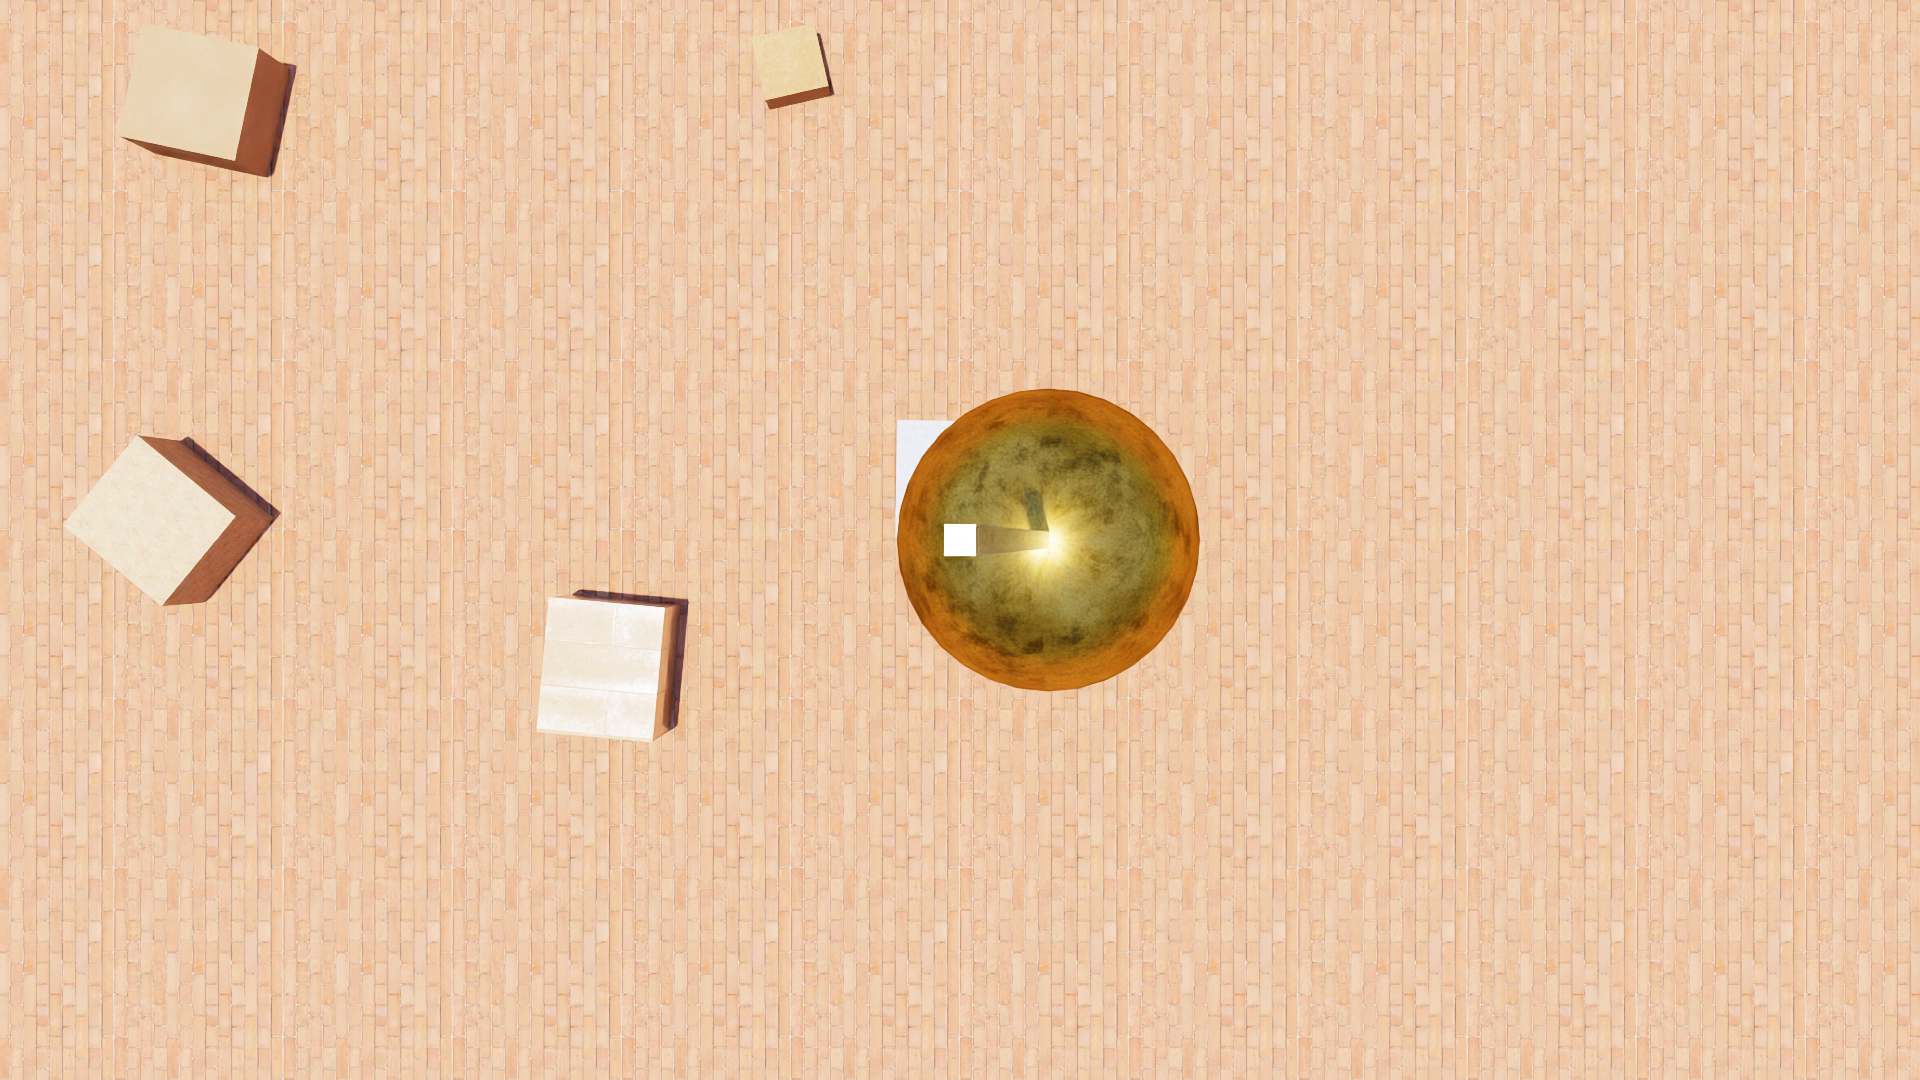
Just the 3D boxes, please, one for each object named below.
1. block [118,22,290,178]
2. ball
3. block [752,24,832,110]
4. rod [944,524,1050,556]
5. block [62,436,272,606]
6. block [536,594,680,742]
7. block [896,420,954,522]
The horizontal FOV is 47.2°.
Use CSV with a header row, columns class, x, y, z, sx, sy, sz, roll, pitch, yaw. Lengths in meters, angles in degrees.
class,x,y,z,sx,sy,sz,roll,pitch,yaw
block,-4.354,-2.530,12.705,0.674,0.591,0.653,12,90,0
ball,0.462,0.000,11.590,1.600,1.600,1.600,0,90,0
block,-0.985,-2.765,12.854,0.375,0.291,0.372,-13,90,0
rod,0.200,0.000,8.201,0.080,5.200,0.080,0,90,4
block,-4.540,-0.108,12.657,0.716,0.687,0.652,40,90,0
block,-2.007,0.724,12.639,0.649,0.722,0.753,5,90,0
block,-0.023,-0.339,12.687,0.668,0.625,0.660,1,90,0
